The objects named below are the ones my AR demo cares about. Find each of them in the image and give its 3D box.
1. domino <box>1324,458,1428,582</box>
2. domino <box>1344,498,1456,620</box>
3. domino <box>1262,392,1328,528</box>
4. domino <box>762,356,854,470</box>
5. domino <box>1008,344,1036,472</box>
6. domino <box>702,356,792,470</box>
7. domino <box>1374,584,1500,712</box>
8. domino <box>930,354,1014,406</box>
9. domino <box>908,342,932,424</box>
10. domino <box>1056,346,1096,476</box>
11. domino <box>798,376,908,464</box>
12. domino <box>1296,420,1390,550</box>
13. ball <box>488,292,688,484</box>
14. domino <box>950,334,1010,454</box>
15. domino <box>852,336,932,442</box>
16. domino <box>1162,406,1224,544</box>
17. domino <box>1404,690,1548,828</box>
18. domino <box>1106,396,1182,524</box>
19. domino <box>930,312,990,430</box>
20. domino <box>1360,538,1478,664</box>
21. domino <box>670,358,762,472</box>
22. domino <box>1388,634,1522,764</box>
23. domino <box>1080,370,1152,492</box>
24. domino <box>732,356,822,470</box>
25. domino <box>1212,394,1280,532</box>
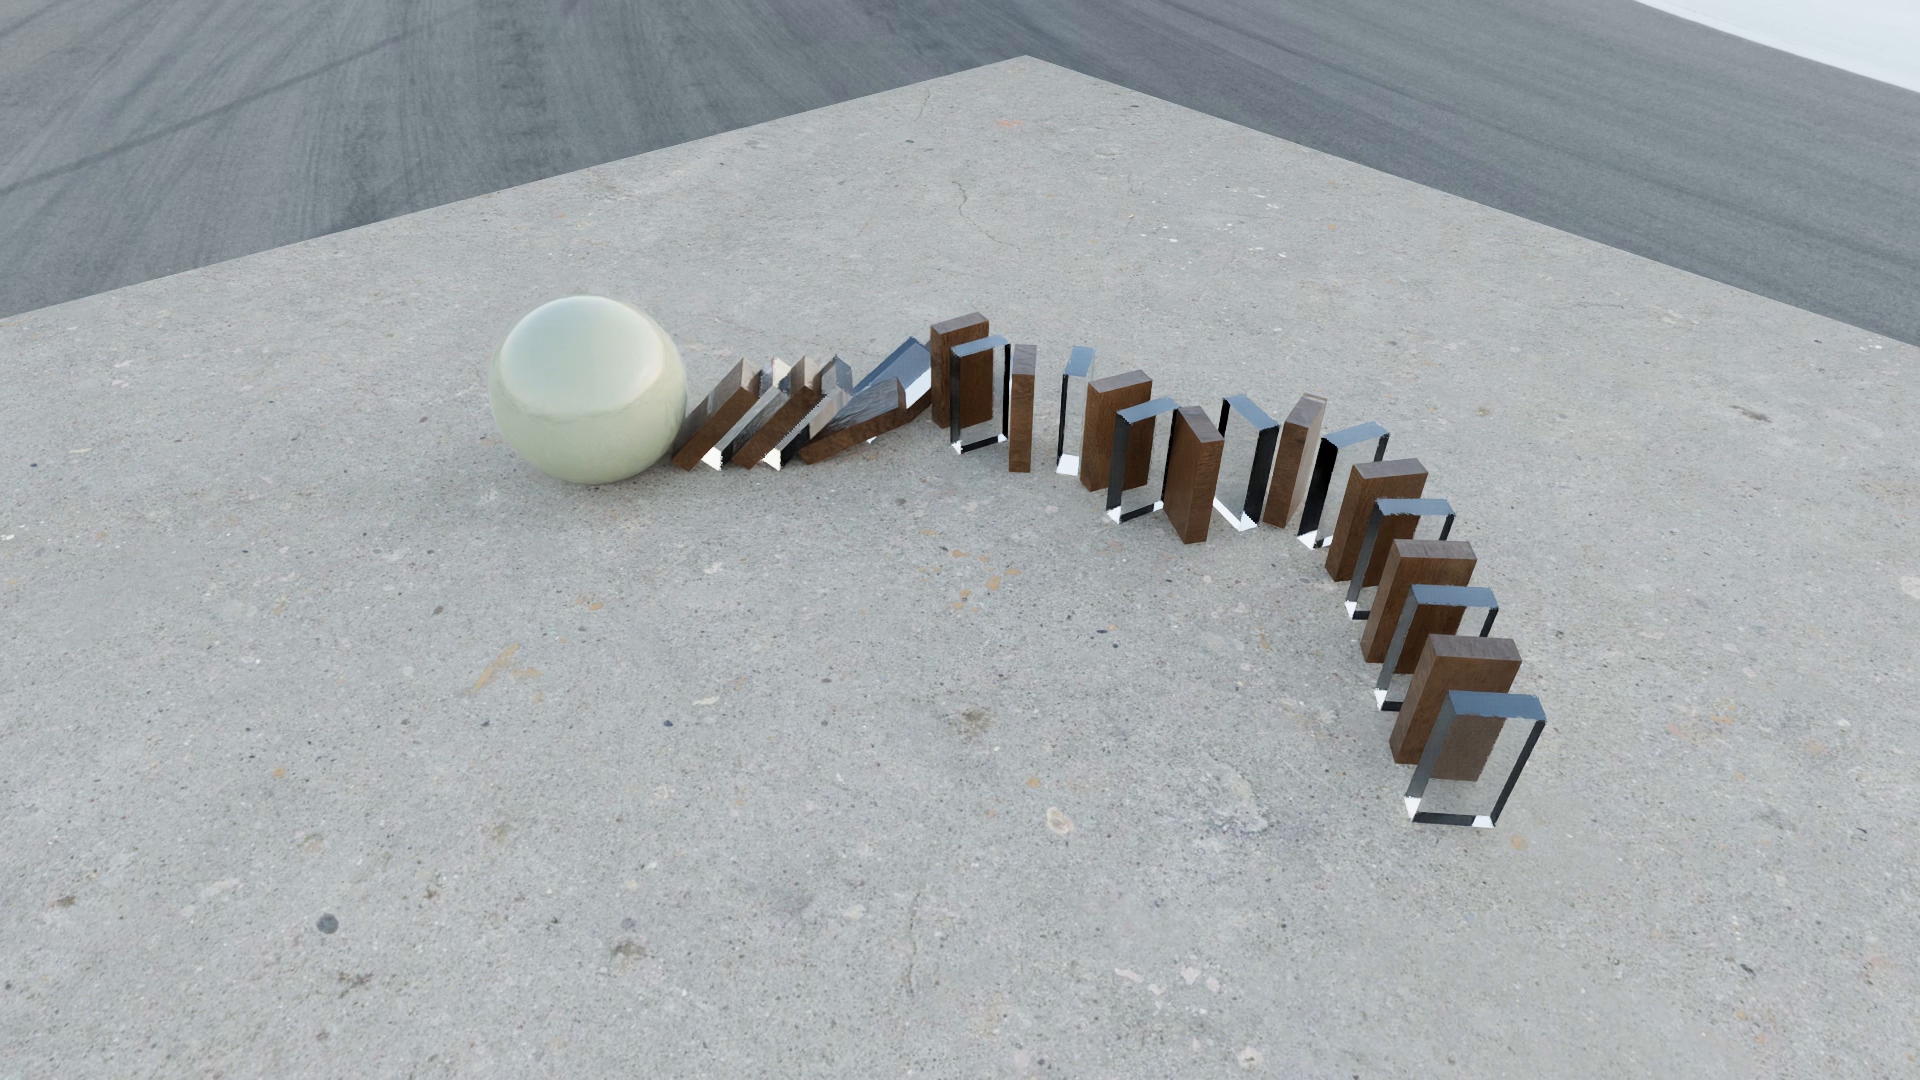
[{"bbox_3d":[0.158,-0.007,0.420,0.025,0.050,0.010,-6,40,-7],"label":"domino"},{"bbox_3d":[0.160,0.008,0.402,0.025,0.050,0.010,0,39,0],"label":"domino"},{"bbox_3d":[0.137,-0.032,0.451,0.010,0.050,0.025,21,44,24],"label":"domino"},{"bbox_3d":[-0.068,-0.056,0.486,0.010,0.050,0.025,35,27,-30],"label":"domino"},{"bbox_3d":[0.027,-0.057,0.481,0.010,0.050,0.025,3,39,4],"label":"domino"},{"bbox_3d":[-0.094,-0.056,0.486,0.009,0.050,0.025,35,27,-30],"label":"domino"},{"bbox_3d":[0.158,0.037,0.366,0.025,0.050,0.009,3,39,3],"label":"domino"},{"bbox_3d":[0.007,-0.077,0.538,0.050,0.010,0.025,-18,42,-20],"label":"domino"},{"bbox_3d":[-0.014,-0.080,0.523,0.050,0.009,0.025,-42,47,-7],"label":"domino"},{"bbox_3d":[0.051,-0.056,0.480,0.009,0.050,0.025,10,40,12],"label":"domino"},{"bbox_3d":[-0.048,-0.054,0.493,0.050,0.010,0.025,-21,39,12],"label":"domino"},{"bbox_3d":[0.152,-0.021,0.437,0.025,0.050,0.010,-16,42,-19],"label":"domino"},{"bbox_3d":[-0.156,-0.064,0.466,0.080,0.080,0.080,0,39,0],"label":"ball"},{"bbox_3d":[0.009,-0.065,0.490,0.025,0.050,0.010,-19,43,-22],"label":"domino"},{"bbox_3d":[-0.032,-0.070,0.512,0.050,0.010,0.025,-43,50,-5],"label":"domino"},{"bbox_3d":[0.093,-0.026,0.443,0.009,0.050,0.025,-8,40,-10],"label":"domino"},{"bbox_3d":[0.154,0.066,0.330,0.025,0.050,0.009,3,39,4],"label":"domino"},{"bbox_3d":[0.075,-0.032,0.451,0.025,0.050,0.010,-19,43,-22],"label":"domino"},{"bbox_3d":[0.000,-0.078,0.506,0.025,0.050,0.009,-21,44,-23],"label":"domino"},{"bbox_3d":[0.159,0.022,0.384,0.025,0.050,0.010,2,39,2],"label":"domino"},{"bbox_3d":[-0.108,-0.055,0.485,0.010,0.050,0.025,35,27,-30],"label":"domino"},{"bbox_3d":[0.156,0.052,0.348,0.025,0.050,0.009,3,39,4],"label":"domino"},{"bbox_3d":[0.066,-0.046,0.468,0.025,0.050,0.009,-16,42,-18],"label":"domino"},{"bbox_3d":[-0.081,-0.056,0.486,0.010,0.050,0.025,35,27,-30],"label":"domino"},{"bbox_3d":[0.115,-0.031,0.450,0.009,0.050,0.025,-15,42,-17],"label":"domino"}]
